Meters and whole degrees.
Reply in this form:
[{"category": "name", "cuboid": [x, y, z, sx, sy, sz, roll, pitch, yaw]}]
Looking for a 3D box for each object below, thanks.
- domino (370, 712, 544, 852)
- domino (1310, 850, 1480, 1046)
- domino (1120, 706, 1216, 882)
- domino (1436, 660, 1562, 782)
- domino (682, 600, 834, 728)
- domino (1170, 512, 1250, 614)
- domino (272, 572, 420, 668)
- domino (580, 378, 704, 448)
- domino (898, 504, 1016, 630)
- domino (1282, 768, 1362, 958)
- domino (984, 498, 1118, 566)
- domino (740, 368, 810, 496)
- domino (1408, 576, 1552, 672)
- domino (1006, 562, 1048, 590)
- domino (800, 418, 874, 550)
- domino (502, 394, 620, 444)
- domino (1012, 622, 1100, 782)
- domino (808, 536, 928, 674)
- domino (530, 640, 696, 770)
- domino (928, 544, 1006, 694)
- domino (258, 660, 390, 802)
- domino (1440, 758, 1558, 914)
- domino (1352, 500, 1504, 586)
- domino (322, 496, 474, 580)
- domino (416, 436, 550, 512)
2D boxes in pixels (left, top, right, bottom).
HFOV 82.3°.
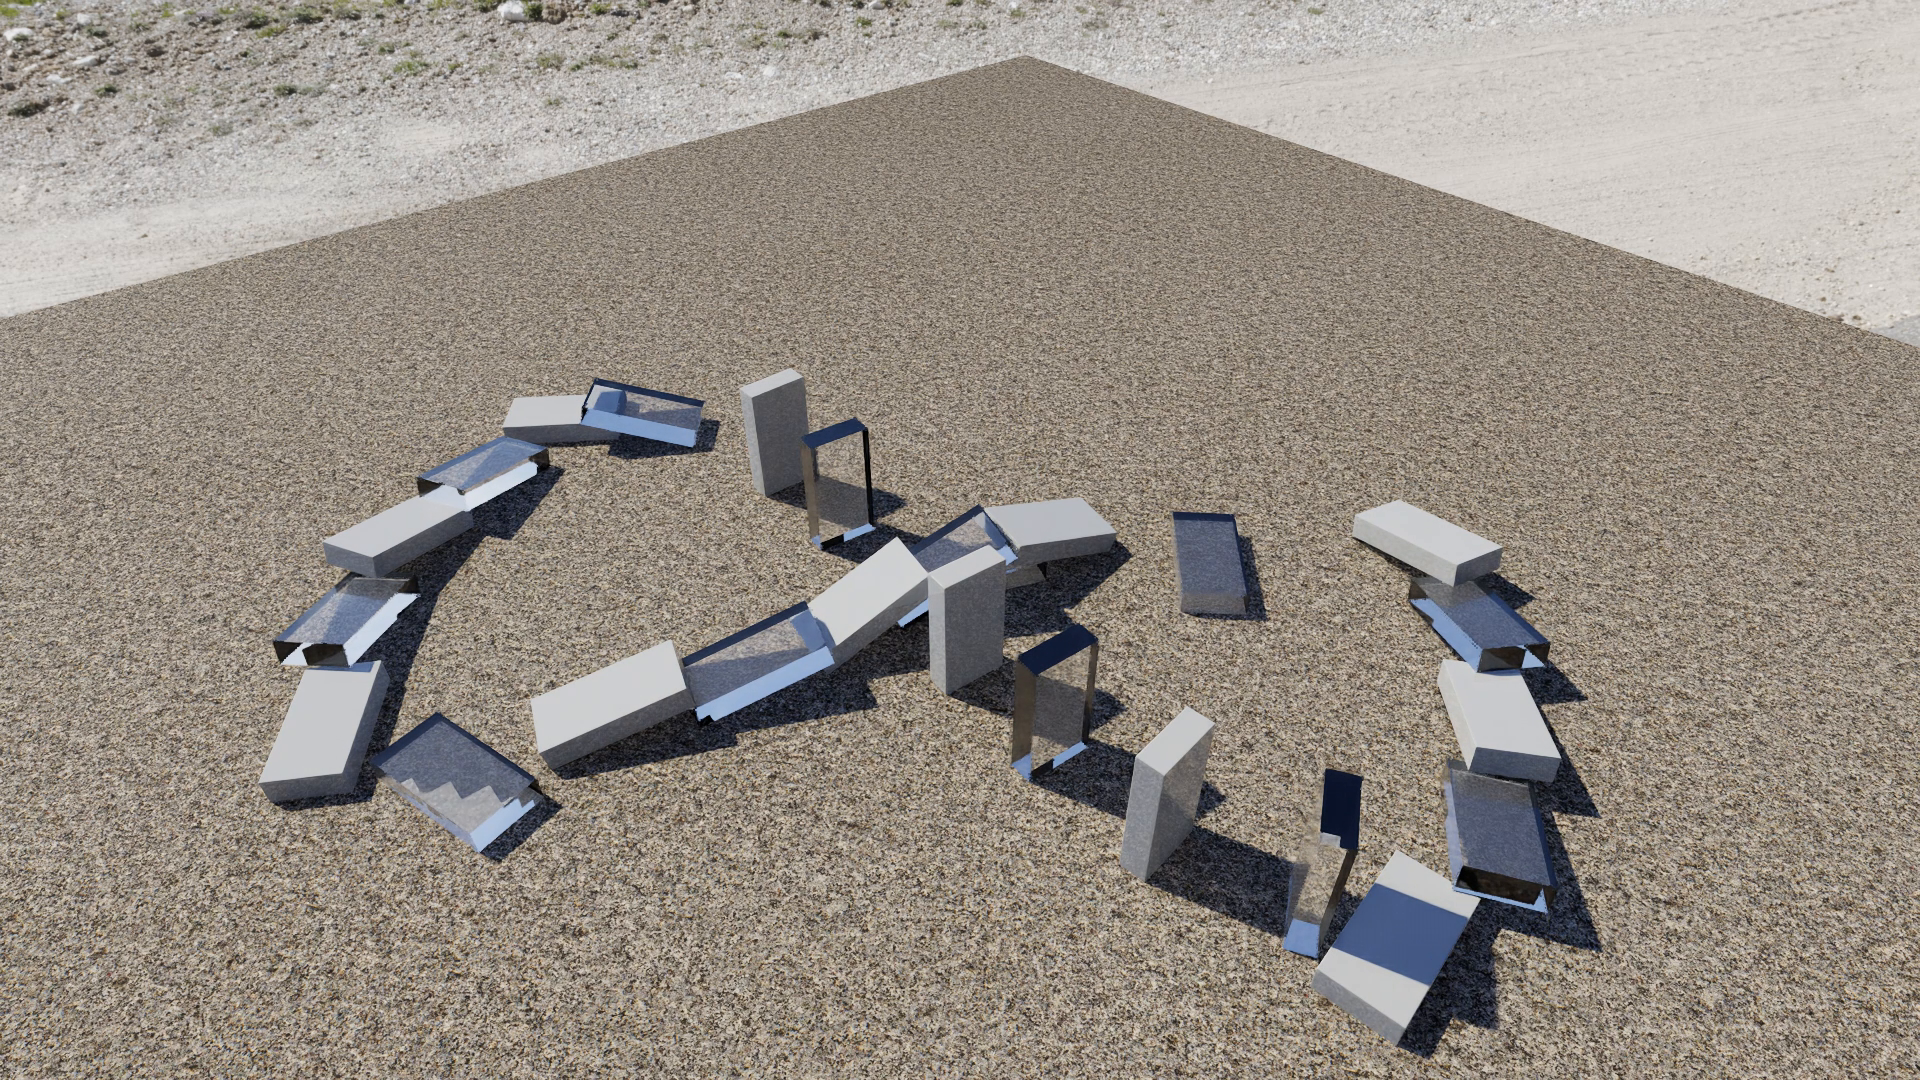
[{"category": "domino", "cuboid": [-0.160, 0.076, 0.350, 0.050, 0.009, 0.025, 23, 45, 26]}, {"category": "domino", "cuboid": [0.122, 0.112, 0.307, 0.025, 0.010, 0.050, 29, 48, 31]}, {"category": "domino", "cuboid": [0.060, 0.075, 0.320, 0.009, 0.050, 0.025, 30, 48, 32]}, {"category": "domino", "cuboid": [0.177, 0.059, 0.364, 0.025, 0.009, 0.050, 7, 28, 8]}, {"category": "domino", "cuboid": [-0.072, 0.043, 0.382, 0.050, 0.010, 0.025, -25, 44, -8]}, {"category": "domino", "cuboid": [0.098, 0.008, 0.433, 0.025, 0.010, 0.050, 3, 39, 3]}, {"category": "domino", "cuboid": [-0.222, 0.028, 0.402, 0.025, 0.010, 0.050, 2, 28, 3]}, {"category": "domino", "cuboid": [-0.145, -0.059, 0.505, 0.050, 0.009, 0.025, 11, 38, -10]}, {"category": "domino", "cuboid": [-0.007, 0.010, 0.411, 0.050, 0.010, 0.025, -33, 47, -5]}, {"category": "domino", "cuboid": [0.099, 0.089, 0.302, 0.009, 0.050, 0.025, 12, 41, 14]}, {"category": "domino", "cuboid": [0.035, -0.004, 0.436, 0.050, 0.009, 0.025, -7, 41, -35]}, {"category": "domino", "cuboid": [-0.077, -0.045, 0.467, 0.025, 0.050, 0.009, -28, 47, -30]}, {"category": "domino", "cuboid": [0.187, 0.029, 0.400, 0.025, 0.010, 0.050, -4, 27, -5]}, {"category": "domino", "cuboid": [0.006, 0.010, 0.432, 0.050, 0.010, 0.025, -12, 41, -14]}, {"category": "domino", "cuboid": [-0.048, -0.022, 0.438, 0.025, 0.050, 0.010, -23, 45, -26]}, {"category": "domino", "cuboid": [-0.184, -0.057, 0.513, 0.050, 0.009, 0.025, -3, 39, -4]}, {"category": "domino", "cuboid": [0.030, 0.052, 0.348, 0.025, 0.050, 0.010, -25, 46, -27]}, {"category": "domino", "cuboid": [-0.035, 0.023, 0.399, 0.050, 0.009, 0.025, -37, 48, -5]}, {"category": "domino", "cuboid": [-0.116, 0.055, 0.369, 0.050, 0.009, 0.025, -24, 44, -10]}, {"category": "domino", "cuboid": [0.002, 0.028, 0.377, 0.025, 0.050, 0.009, -25, 45, -27]}, {"category": "domino", "cuboid": [-0.211, 0.063, 0.367, 0.025, 0.009, 0.050, -6, 40, -7]}, {"category": "domino", "cuboid": [0.160, 0.087, 0.329, 0.025, 0.010, 0.050, 11, 29, 13]}, {"category": "domino", "cuboid": [0.184, 0.000, 0.434, 0.025, 0.009, 0.050, -17, 31, -23]}, {"category": "domino", "cuboid": [-0.223, -0.003, 0.438, 0.025, 0.010, 0.050, 14, 29, 17]}, {"category": "domino", "cuboid": [-0.203, -0.029, 0.471, 0.025, 0.009, 0.050, 14, 30, 17]}]
